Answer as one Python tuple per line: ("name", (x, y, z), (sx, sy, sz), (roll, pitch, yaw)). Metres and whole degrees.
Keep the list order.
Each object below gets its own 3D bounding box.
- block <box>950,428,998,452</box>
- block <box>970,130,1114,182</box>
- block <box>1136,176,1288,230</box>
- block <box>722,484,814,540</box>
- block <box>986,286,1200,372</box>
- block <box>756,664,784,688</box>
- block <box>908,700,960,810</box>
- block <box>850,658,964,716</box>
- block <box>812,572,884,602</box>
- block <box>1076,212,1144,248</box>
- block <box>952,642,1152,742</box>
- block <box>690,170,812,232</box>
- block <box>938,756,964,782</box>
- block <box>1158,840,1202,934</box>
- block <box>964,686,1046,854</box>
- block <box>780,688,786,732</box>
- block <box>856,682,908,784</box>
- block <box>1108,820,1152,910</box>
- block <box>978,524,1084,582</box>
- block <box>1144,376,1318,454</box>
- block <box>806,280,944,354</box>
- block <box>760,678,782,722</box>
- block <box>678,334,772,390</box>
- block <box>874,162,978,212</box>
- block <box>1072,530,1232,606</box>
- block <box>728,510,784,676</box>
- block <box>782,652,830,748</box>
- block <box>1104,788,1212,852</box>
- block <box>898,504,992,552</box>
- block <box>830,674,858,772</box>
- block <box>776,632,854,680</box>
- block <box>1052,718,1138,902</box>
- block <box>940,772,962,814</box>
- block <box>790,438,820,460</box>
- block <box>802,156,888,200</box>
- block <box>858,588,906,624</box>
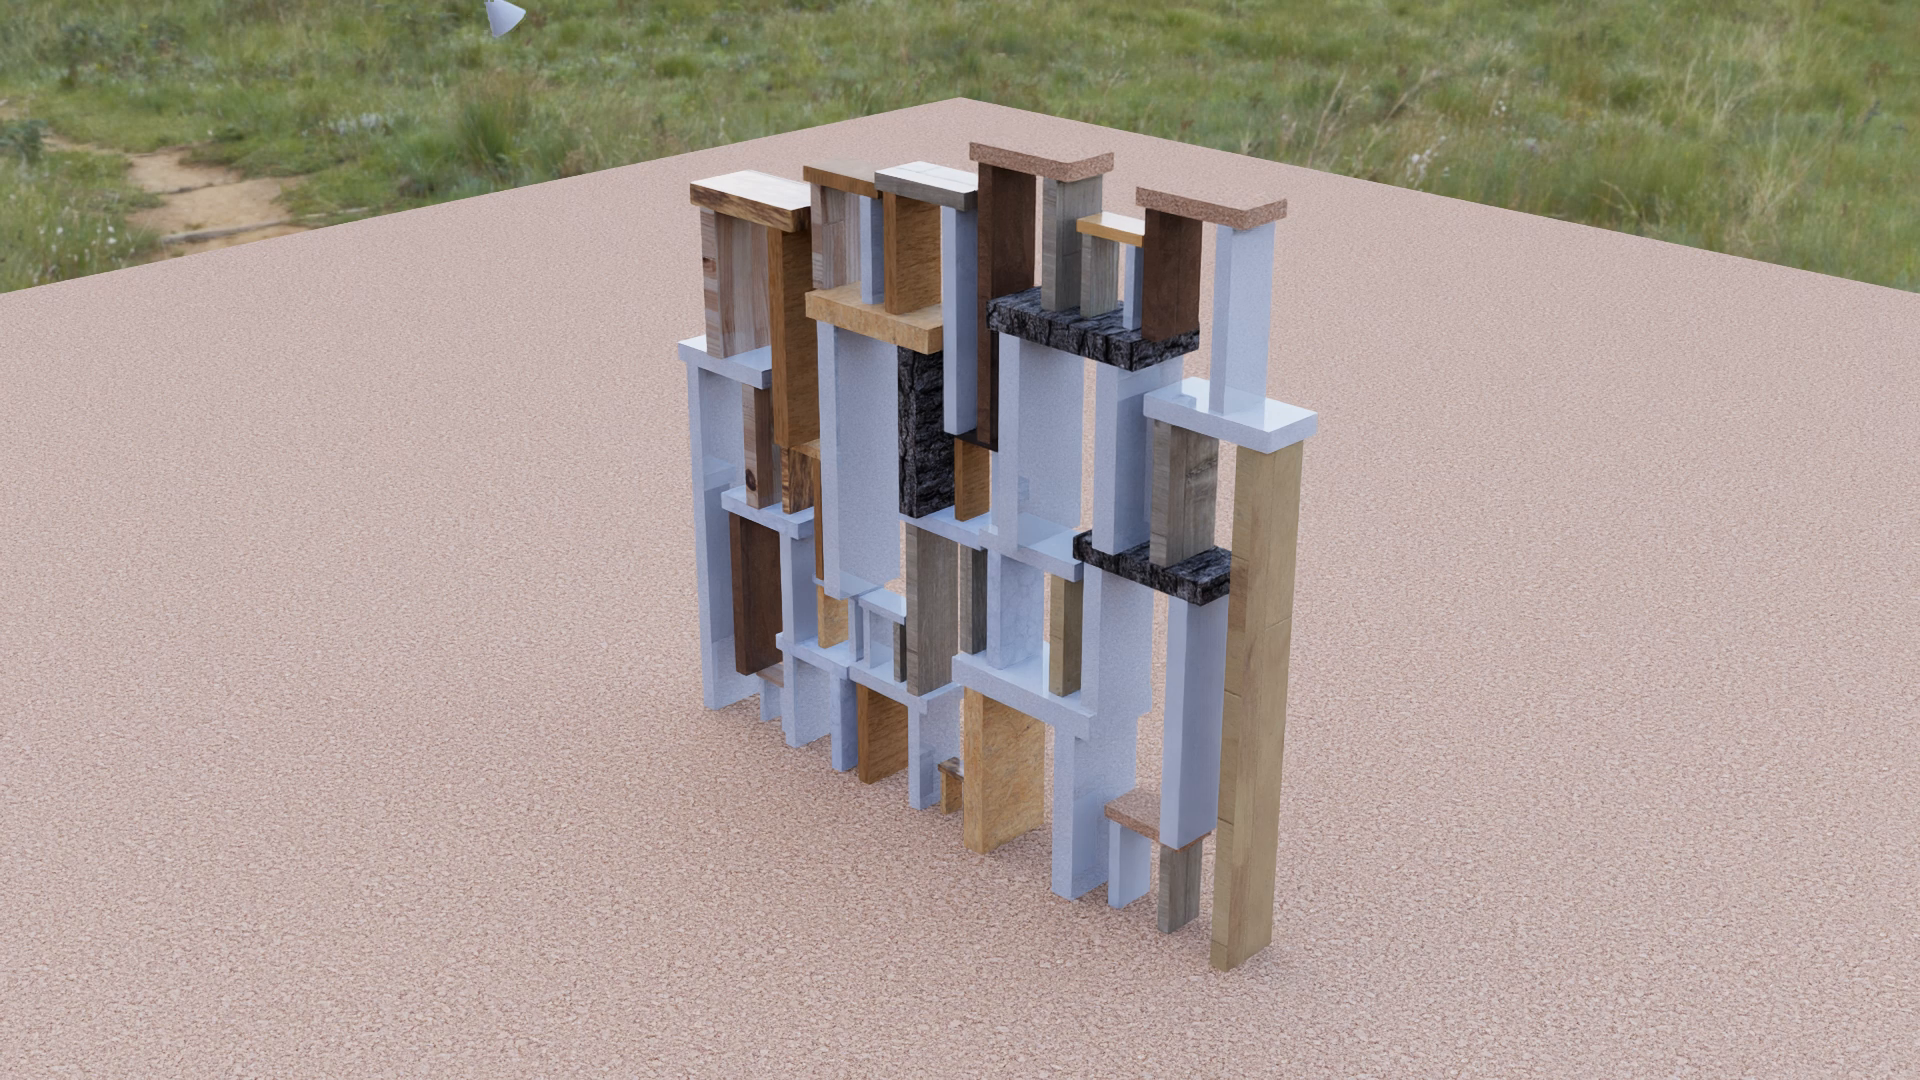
("block", (0.057, -0.195, 4.088), (0.073, 0.021, 0.146), (-22, 31, -40))
("block", (0.140, -0.663, 3.798), (0.232, 0.033, 0.116), (21, 31, 40))
("block", (0.405, -0.546, 3.549), (0.222, 0.031, 0.111), (21, 31, 40))
("block", (-0.374, -0.067, 4.600), (0.245, 0.035, 0.122), (21, 31, 41))
("block", (0.228, -0.373, 3.813), (0.171, 0.049, 0.343), (-21, 31, -40))
("block", (-0.388, 0.295, 4.774), (0.106, 0.015, 0.053), (21, 31, 41))
("block", (-0.053, 0.426, 4.467), (0.032, 0.227, 0.113), (21, 31, 41))
("block", (-0.106, 0.286, 4.466), (0.227, 0.032, 0.113), (21, 31, 41))
("block", (-0.229, 0.087, 4.518), (0.142, 0.020, 0.071), (21, 31, 41))
("block", (0.275, -0.524, 3.707), (0.073, 0.021, 0.146), (-21, 31, -40))
("block", (0.171, 0.271, 4.155), (0.353, 0.050, 0.176), (21, 31, 41))
("block", (-0.377, -0.672, 4.347), (0.155, 0.044, 0.310), (-21, 31, -40))
("block", (0.005, 0.464, 4.408), (0.095, 0.013, 0.047), (21, 31, 41))
("block", (0.405, 0.627, 4.049), (0.026, 0.182, 0.091), (21, 31, 41))
("block", (0.088, 0.424, 4.310), (0.050, 0.353, 0.176), (21, 31, 41))
("block", (-0.363, 0.360, 4.775), (0.015, 0.106, 0.053), (21, 31, 41))
("block", (-0.160, 0.384, 4.566), (0.032, 0.227, 0.113), (21, 31, 41))
("block", (0.319, 0.593, 4.129), (0.026, 0.182, 0.091), (21, 31, 41))
("block", (0.162, 0.011, 4.048), (0.239, 0.034, 0.120), (21, 31, 41))
("block", (0.447, -0.209, 3.649), (0.262, 0.037, 0.131), (21, 31, 40))
("block", (-0.119, -0.430, 4.172), (0.335, 0.047, 0.167), (21, 31, 40))
("block", (-0.413, 0.341, 4.821), (0.015, 0.106, 0.053), (21, 31, 41))
("block", (-0.446, -0.376, 4.547), (0.269, 0.038, 0.135), (21, 31, 41))
("block", (-0.034, -0.642, 3.982), (0.230, 0.033, 0.115), (21, 31, 40))
("block", (0.355, 0.033, 3.850), (0.146, 0.041, 0.293), (-21, 31, -41))
("block", (-0.432, 0.100, 4.734), (0.035, 0.376, 0.122), (21, 31, 41))
("block", (-0.324, 0.325, 4.711), (0.031, 0.221, 0.111), (21, 31, 41))
("block", (0.364, 0.514, 4.049), (0.091, 0.026, 0.182), (-21, 31, -40))
("block", (-0.002, -0.040, 4.212), (0.223, 0.032, 0.112), (21, 31, 40))
("block", (-0.220, 0.366, 4.615), (0.031, 0.221, 0.111), (21, 31, 41))
("block", (-0.272, 0.229, 4.614), (0.221, 0.031, 0.111), (21, 31, 41))
("block", (0.254, 0.489, 4.157), (0.050, 0.353, 0.176), (21, 31, 41))
("block", (-0.017, 0.505, 4.450), (0.013, 0.095, 0.047), (21, 31, 41))
("block", (-0.297, -0.197, 4.457), (0.074, 0.021, 0.148), (-21, 31, -40))
("block", (-0.188, -0.683, 4.141), (0.207, 0.029, 0.103), (21, 31, 40))
("block", (-0.134, 0.133, 4.421), (0.132, 0.019, 0.066), (21, 31, 40))
